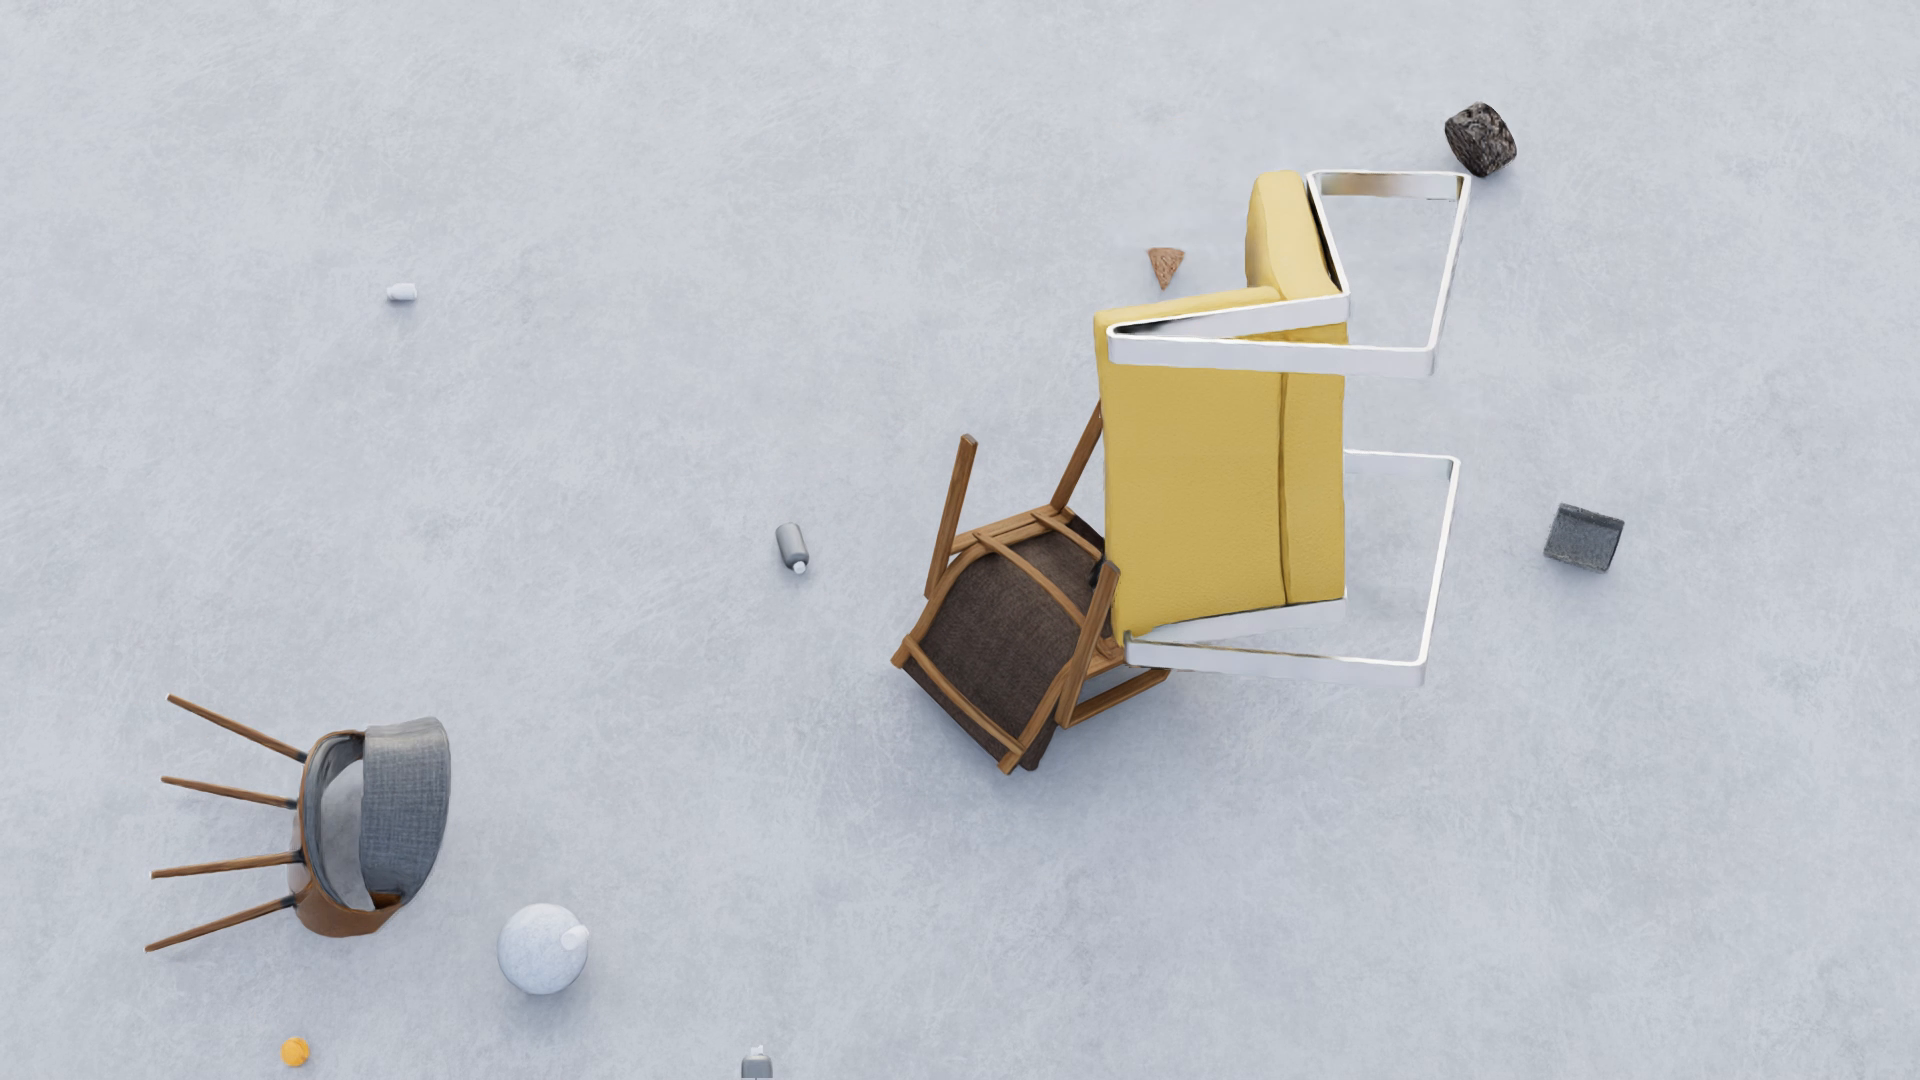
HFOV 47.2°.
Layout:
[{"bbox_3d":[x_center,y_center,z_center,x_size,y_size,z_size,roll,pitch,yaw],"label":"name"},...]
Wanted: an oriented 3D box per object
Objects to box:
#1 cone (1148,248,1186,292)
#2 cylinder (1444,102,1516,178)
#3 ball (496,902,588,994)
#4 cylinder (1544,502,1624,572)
[{"bbox_3d":[0.662,-0.864,7.117,0.125,0.137,0.132,5,84,8],"label":"cone"},{"bbox_3d":[1.744,-1.342,7.370,0.131,0.150,0.230,-32,84,-15],"label":"cylinder"},{"bbox_3d":[-1.085,1.062,5.719,0.236,0.236,0.236,0,56,0],"label":"ball"},{"bbox_3d":[1.835,-0.007,6.474,0.188,0.179,0.116,18,40,12],"label":"cylinder"}]
